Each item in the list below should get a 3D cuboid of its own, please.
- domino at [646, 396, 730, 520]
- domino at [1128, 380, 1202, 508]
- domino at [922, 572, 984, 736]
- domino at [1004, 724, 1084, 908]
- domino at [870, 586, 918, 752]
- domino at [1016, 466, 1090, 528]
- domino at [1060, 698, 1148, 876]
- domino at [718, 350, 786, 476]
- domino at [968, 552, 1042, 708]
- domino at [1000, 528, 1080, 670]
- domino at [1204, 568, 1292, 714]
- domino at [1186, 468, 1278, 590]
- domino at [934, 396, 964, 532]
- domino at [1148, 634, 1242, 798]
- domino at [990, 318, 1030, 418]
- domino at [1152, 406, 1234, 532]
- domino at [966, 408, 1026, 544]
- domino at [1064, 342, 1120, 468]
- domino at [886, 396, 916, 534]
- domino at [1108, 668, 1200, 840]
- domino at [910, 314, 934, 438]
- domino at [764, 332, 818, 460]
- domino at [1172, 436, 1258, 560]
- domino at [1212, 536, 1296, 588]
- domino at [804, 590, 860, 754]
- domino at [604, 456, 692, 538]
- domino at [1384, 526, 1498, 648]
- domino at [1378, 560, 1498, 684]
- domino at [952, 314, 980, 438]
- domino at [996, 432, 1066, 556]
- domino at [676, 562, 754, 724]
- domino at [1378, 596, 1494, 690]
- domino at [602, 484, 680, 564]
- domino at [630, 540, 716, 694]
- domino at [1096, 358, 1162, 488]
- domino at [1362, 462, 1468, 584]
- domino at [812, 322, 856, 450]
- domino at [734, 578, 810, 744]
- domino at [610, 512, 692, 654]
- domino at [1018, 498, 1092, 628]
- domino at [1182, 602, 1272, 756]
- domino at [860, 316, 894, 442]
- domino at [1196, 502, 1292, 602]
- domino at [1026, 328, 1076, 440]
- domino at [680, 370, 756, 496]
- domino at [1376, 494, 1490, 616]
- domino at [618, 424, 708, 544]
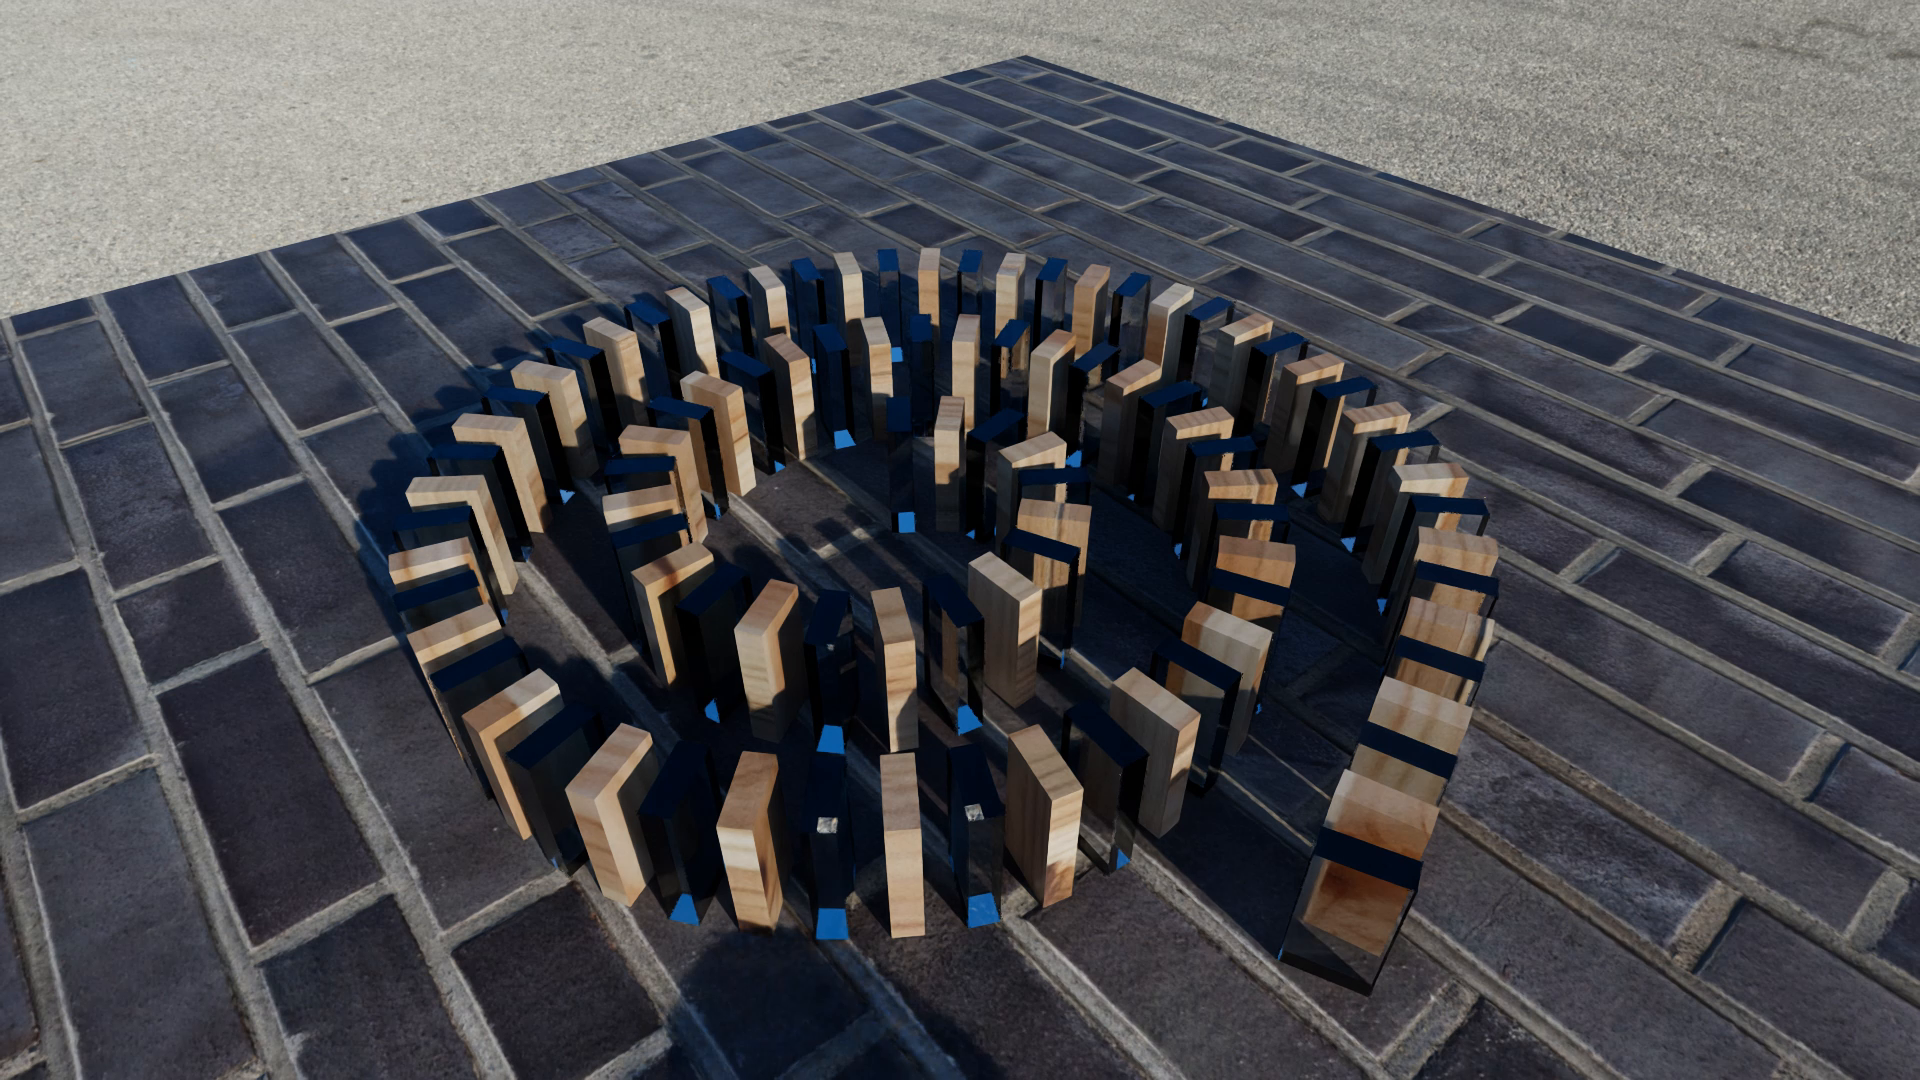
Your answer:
[{"bbox_3d":[-0.111,-0.033,0.452,0.025,0.050,0.009,15,42,17],"label":"domino"},{"bbox_3d":[0.085,-0.040,0.460,0.025,0.050,0.009,-22,44,-25],"label":"domino"},{"bbox_3d":[-0.002,0.038,0.365,0.009,0.050,0.025,-18,43,-21],"label":"domino"},{"bbox_3d":[0.023,0.079,0.315,0.010,0.050,0.025,-17,42,-19],"label":"domino"},{"bbox_3d":[-0.021,0.043,0.359,0.010,0.050,0.025,-8,40,-10],"label":"domino"},{"bbox_3d":[0.034,-0.004,0.416,0.025,0.050,0.009,-4,39,-5],"label":"domino"},{"bbox_3d":[0.041,0.073,0.323,0.010,0.050,0.025,-24,45,-26],"label":"domino"},{"bbox_3d":[-0.090,-0.055,0.479,0.025,0.050,0.010,30,48,31],"label":"domino"},{"bbox_3d":[0.014,0.031,0.374,0.009,0.050,0.025,-29,47,-30],"label":"domino"},{"bbox_3d":[0.027,0.021,0.386,0.025,0.050,0.009,18,43,20],"label":"domino"},{"bbox_3d":[0.093,0.034,0.369,0.025,0.050,0.009,16,42,19],"label":"domino"},{"bbox_3d":[0.102,-0.003,0.415,0.025,0.050,0.010,-3,39,-3],"label":"domino"},{"bbox_3d":[-0.004,-0.031,0.449,0.009,0.050,0.025,3,39,4],"label":"domino"},{"bbox_3d":[0.071,0.056,0.343,0.025,0.050,0.009,29,47,31],"label":"domino"},{"bbox_3d":[0.022,-0.071,0.499,0.009,0.050,0.025,14,41,16],"label":"domino"},{"bbox_3d":[0.094,-0.028,0.446,0.025,0.050,0.009,-13,41,-15],"label":"domino"},{"bbox_3d":[0.014,-0.026,0.443,0.009,0.050,0.025,29,47,30],"label":"domino"},{"bbox_3d":[0.057,-0.058,0.483,0.010,0.050,0.025,26,46,29],"label":"domino"},{"bbox_3d":[-0.024,-0.030,0.448,0.010,0.050,0.025,-3,39,-3],"label":"domino"},{"bbox_3d":[0.056,0.065,0.332,0.010,0.050,0.025,-30,48,-31],"label":"domino"},{"bbox_3d":[-0.017,-0.075,0.503,0.009,0.050,0.025,-3,39,-3],"label":"domino"},{"bbox_3d":[-0.075,-0.063,0.489,0.009,0.050,0.025,-22,44,-25],"label":"domino"},{"bbox_3d":[0.099,-0.016,0.431,0.025,0.050,0.009,-7,40,-9],"label":"domino"},{"bbox_3d":[0.100,0.022,0.384,0.025,0.050,0.009,8,40,10],"label":"domino"},{"bbox_3d":[-0.041,0.043,0.359,0.010,0.050,0.025,5,40,6],"label":"domino"},{"bbox_3d":[-0.118,-0.008,0.422,0.025,0.050,0.010,-4,39,-5],"label":"domino"},{"bbox_3d":[0.168,0.020,0.387,0.025,0.050,0.009,11,41,13],"label":"domino"},{"bbox_3d":[0.161,0.032,0.373,0.025,0.050,0.009,15,42,17],"label":"domino"},{"bbox_3d":[0.003,-0.075,0.503,0.010,0.050,0.025,4,40,5],"label":"domino"},{"bbox_3d":[0.027,-0.016,0.431,0.025,0.050,0.009,-22,44,-24],"label":"domino"},{"bbox_3d":[-0.079,0.035,0.369,0.009,0.050,0.025,21,44,23],"label":"domino"},{"bbox_3d":[0.153,0.043,0.359,0.025,0.050,0.010,18,42,20],"label":"domino"},{"bbox_3d":[-0.114,0.004,0.406,0.025,0.050,0.009,-11,41,-13],"label":"domino"},{"bbox_3d":[-0.095,0.027,0.379,0.025,0.050,0.009,-29,47,-31],"label":"domino"},{"bbox_3d":[0.072,-0.050,0.472,0.025,0.050,0.009,-31,49,-32],"label":"domino"},{"bbox_3d":[0.172,-0.006,0.418,0.025,0.050,0.009,-3,39,-4],"label":"domino"},{"bbox_3d":[-0.057,-0.069,0.496,0.009,0.050,0.025,-14,41,-16],"label":"domino"},{"bbox_3d":[-0.061,0.040,0.362,0.010,0.050,0.025,12,41,15],"label":"domino"},{"bbox_3d":[-0.106,0.016,0.392,0.025,0.050,0.009,-18,43,-21],"label":"domino"},{"bbox_3d":[0.033,0.009,0.401,0.025,0.050,0.009,7,40,8],"label":"domino"},{"bbox_3d":[0.083,0.046,0.356,0.025,0.050,0.009,23,45,26],"label":"domino"},{"bbox_3d":[-0.037,-0.073,0.500,0.010,0.050,0.025,-8,40,-10],"label":"domino"},{"bbox_3d":[0.102,0.010,0.400,0.025,0.050,0.009,2,39,2],"label":"domino"},{"bbox_3d":[0.041,-0.066,0.492,0.009,0.050,0.025,20,44,23],"label":"domino"},{"bbox_3d":[-0.102,-0.045,0.466,0.025,0.050,0.009,21,44,24],"label":"domino"},{"bbox_3d":[0.172,0.007,0.403,0.025,0.050,0.009,4,39,4],"label":"domino"},{"bbox_3d":[-0.117,-0.021,0.437,0.025,0.050,0.009,7,40,9],"label":"domino"}]
